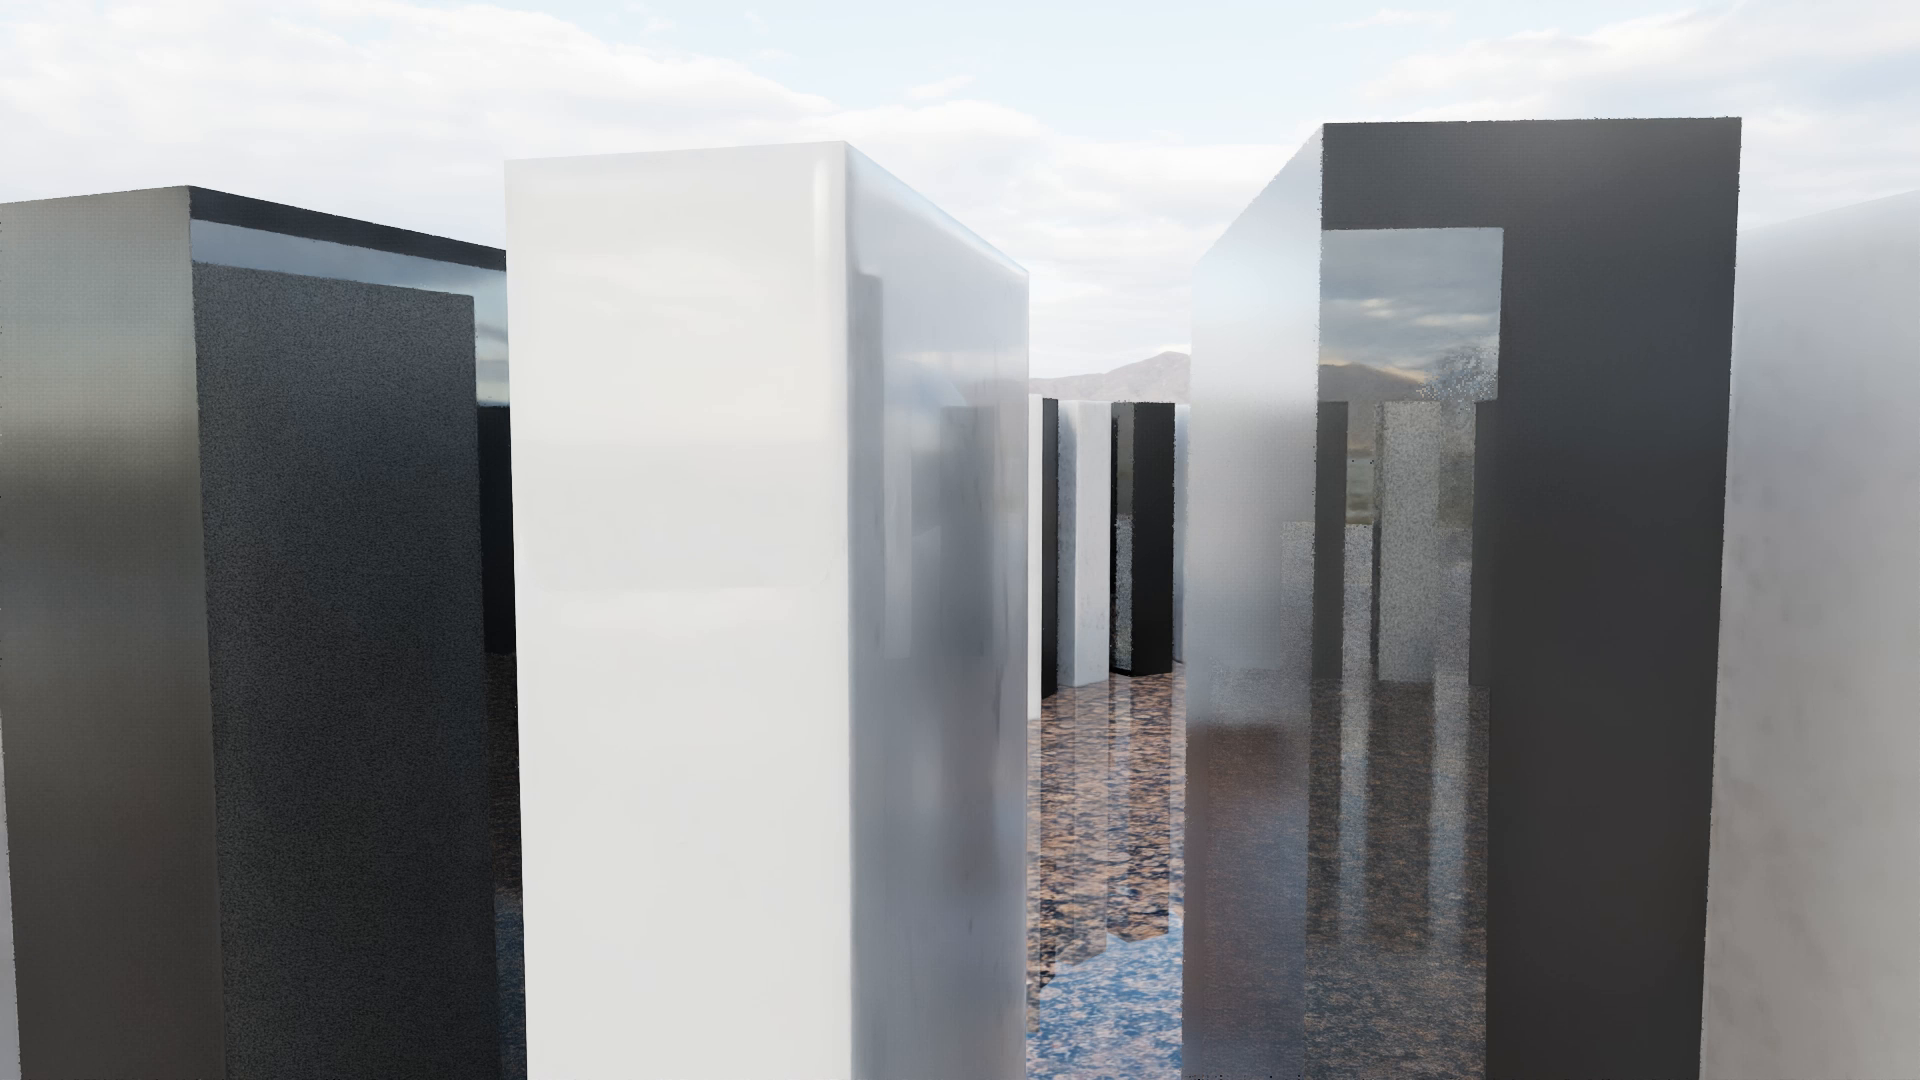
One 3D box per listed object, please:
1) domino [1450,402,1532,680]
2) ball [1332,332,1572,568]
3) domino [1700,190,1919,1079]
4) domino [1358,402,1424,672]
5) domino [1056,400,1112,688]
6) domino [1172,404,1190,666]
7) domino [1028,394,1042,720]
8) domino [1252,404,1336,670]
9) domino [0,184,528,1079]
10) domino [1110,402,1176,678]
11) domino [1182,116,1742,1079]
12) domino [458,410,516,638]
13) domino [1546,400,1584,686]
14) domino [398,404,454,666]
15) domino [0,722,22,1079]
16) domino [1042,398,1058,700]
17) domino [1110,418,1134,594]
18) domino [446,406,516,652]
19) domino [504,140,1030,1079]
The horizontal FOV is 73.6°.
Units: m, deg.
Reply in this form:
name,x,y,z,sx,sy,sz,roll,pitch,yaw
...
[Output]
name,x,y,z,sx,sy,sz,roll,pitch,yaw
domino,0.101,-0.001,0.243,0.009,0.050,0.025,3,5,31
ball,0.168,-0.030,0.438,0.080,0.080,0.080,0,4,0
domino,0.033,0.014,0.044,0.009,0.050,0.025,0,4,-5
domino,0.084,-0.001,0.251,0.009,0.050,0.025,1,4,14
domino,0.014,0.000,0.234,0.025,0.050,0.009,4,6,44
domino,0.047,-0.001,0.252,0.009,0.050,0.025,-1,4,-11
domino,0.000,0.002,0.201,0.025,0.050,0.009,0,4,0
domino,0.065,-0.001,0.253,0.009,0.050,0.025,0,4,1
domino,-0.022,0.014,0.052,0.009,0.050,0.025,2,5,21
domino,0.029,-0.001,0.245,0.009,0.050,0.025,-2,5,-30
domino,0.014,0.014,0.044,0.009,0.050,0.025,0,4,3
domino,-0.099,-0.004,0.286,0.025,0.050,0.010,2,5,29
domino,0.116,0.000,0.232,0.009,0.050,0.025,4,6,41
domino,-0.114,-0.001,0.251,0.025,0.050,0.009,1,5,18
domino,-0.039,0.013,0.060,0.010,0.050,0.025,2,5,27
domino,0.003,0.001,0.219,0.025,0.050,0.009,2,5,27
domino,0.039,-0.011,0.375,0.009,0.050,0.025,-2,5,-26
domino,-0.107,-0.003,0.269,0.025,0.050,0.009,2,5,23
domino,-0.005,0.014,0.047,0.009,0.050,0.025,1,4,14
